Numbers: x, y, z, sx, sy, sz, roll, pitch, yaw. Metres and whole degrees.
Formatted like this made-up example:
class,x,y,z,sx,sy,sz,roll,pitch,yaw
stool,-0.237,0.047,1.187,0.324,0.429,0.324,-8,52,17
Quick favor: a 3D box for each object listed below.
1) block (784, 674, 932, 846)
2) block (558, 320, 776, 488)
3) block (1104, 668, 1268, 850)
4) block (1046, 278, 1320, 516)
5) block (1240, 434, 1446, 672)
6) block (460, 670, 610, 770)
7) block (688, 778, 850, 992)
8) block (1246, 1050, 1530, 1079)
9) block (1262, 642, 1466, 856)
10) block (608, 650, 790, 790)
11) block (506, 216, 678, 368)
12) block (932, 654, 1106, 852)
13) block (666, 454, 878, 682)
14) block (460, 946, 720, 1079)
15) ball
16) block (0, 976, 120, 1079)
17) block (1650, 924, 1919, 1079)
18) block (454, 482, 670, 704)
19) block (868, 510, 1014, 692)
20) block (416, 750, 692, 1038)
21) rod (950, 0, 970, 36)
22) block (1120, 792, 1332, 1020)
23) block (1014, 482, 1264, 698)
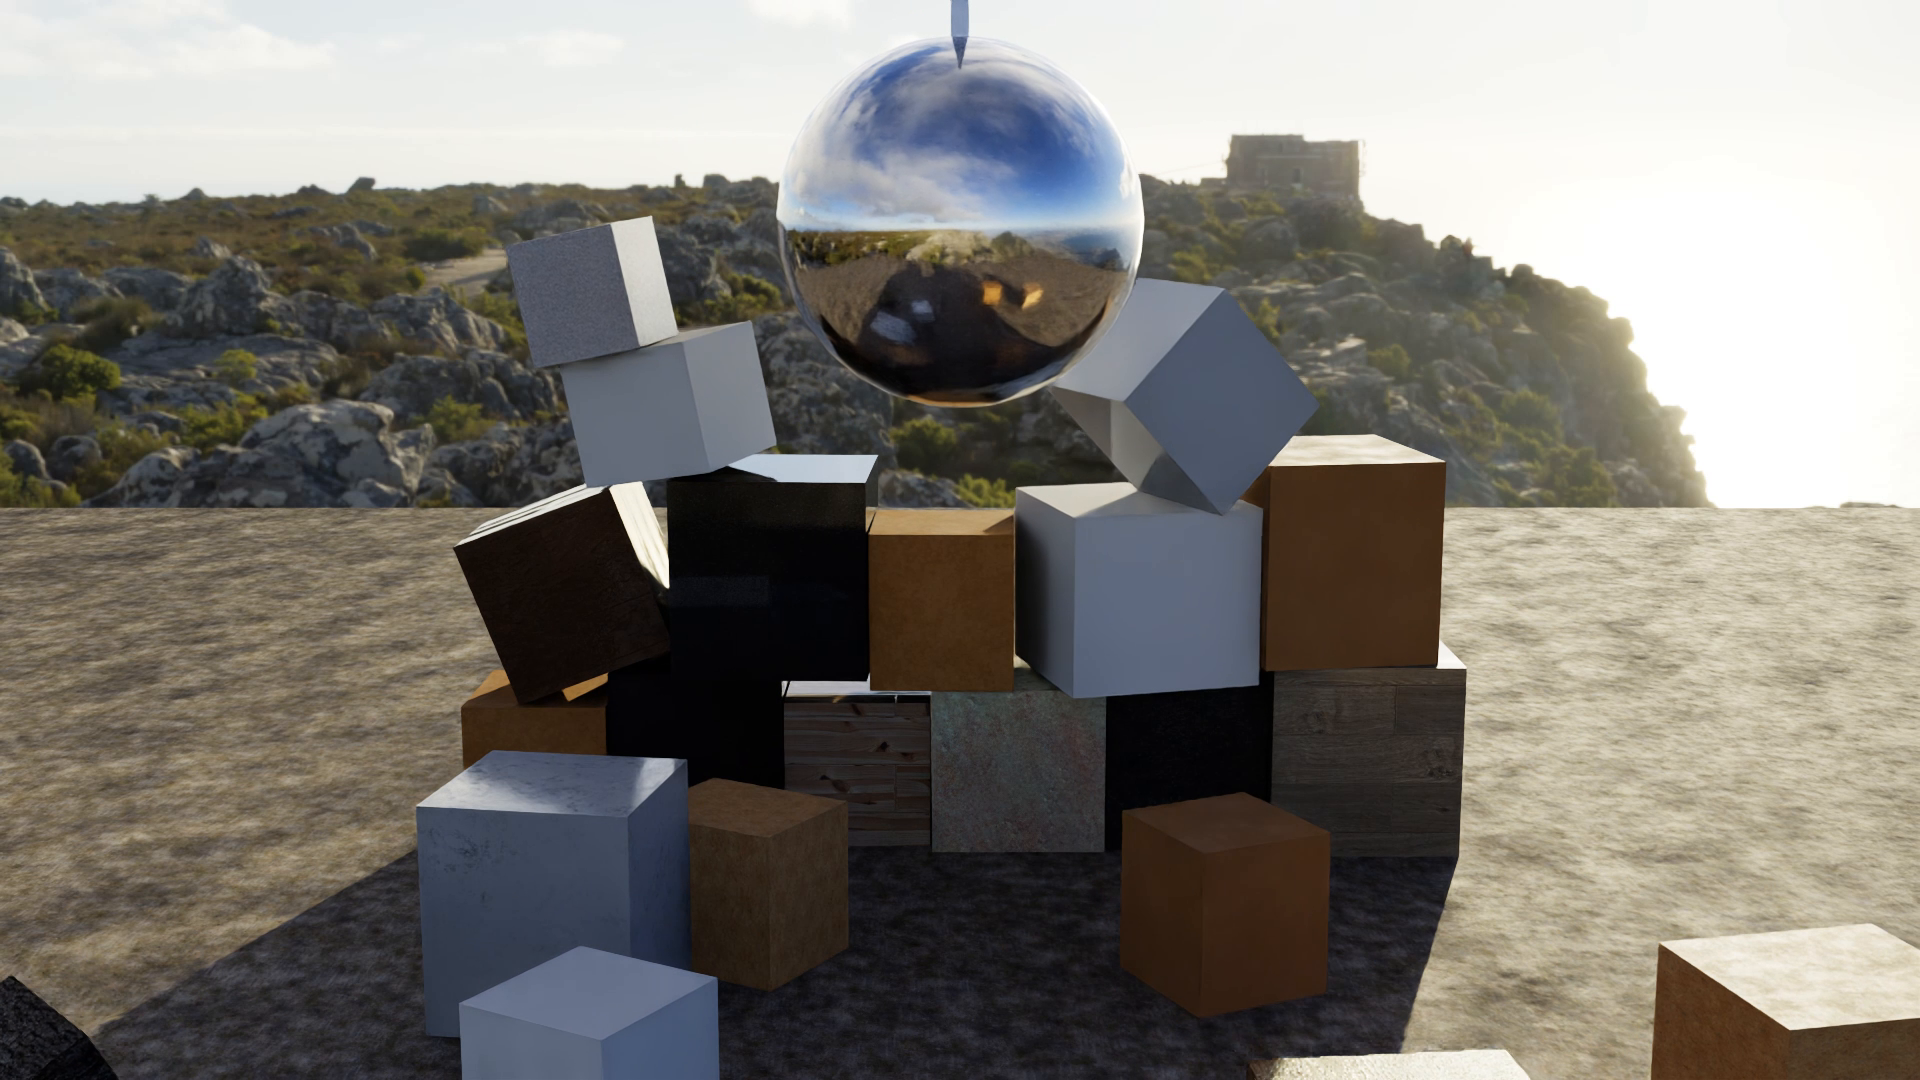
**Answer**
class,x,y,z,sx,sy,sz,roll,pitch,yaw
block,-0.514,1.111,11.377,0.728,0.743,0.732,0,10,0
block,-1.455,-0.682,11.024,0.724,0.643,0.684,-6,11,25
block,1.127,1.050,11.365,0.794,0.868,0.841,0,10,0
block,1.067,-0.710,10.684,0.733,0.794,0.832,-48,25,-10
block,1.840,0.040,11.157,0.880,1.006,1.013,-2,10,-9
block,-2.119,1.120,11.370,0.715,0.728,0.795,0,10,0
block,-0.950,1.480,9.556,0.720,0.669,0.598,6,12,30
block,1.298,2.011,6.313,0.799,0.785,0.807,-1,10,-6
block,2.007,1.005,11.348,0.941,0.962,1.050,0,10,0
block,-1.316,1.035,11.369,0.863,0.896,0.786,0,10,0
block,-1.802,-1.224,10.821,0.552,0.603,0.581,-10,9,13
block,0.291,1.067,11.377,0.861,0.831,0.941,0,10,0
block,-0.922,0.122,11.134,0.961,0.985,0.935,0,10,2
block,-1.265,1.855,7.578,0.613,0.639,0.627,6,12,30
ball,0.000,-1.374,9.557,1.600,1.600,1.600,0,10,0
block,-3.032,1.887,6.951,0.654,0.547,0.678,11,43,47
block,2.907,1.822,7.386,0.831,0.772,0.781,-2,11,-12
block,-1.952,0.216,11.252,0.834,0.854,0.794,-20,10,4
block,-0.084,0.296,11.103,0.709,0.782,0.705,0,10,1
block,-1.632,1.444,8.977,0.857,0.947,0.810,2,10,9
rod,0.000,-4.771,9.718,0.080,5.200,0.080,0,-3,0
block,1.108,1.520,9.254,0.618,0.698,0.642,-5,11,-26
block,0.876,0.222,11.033,0.962,0.879,0.947,-3,11,-16
